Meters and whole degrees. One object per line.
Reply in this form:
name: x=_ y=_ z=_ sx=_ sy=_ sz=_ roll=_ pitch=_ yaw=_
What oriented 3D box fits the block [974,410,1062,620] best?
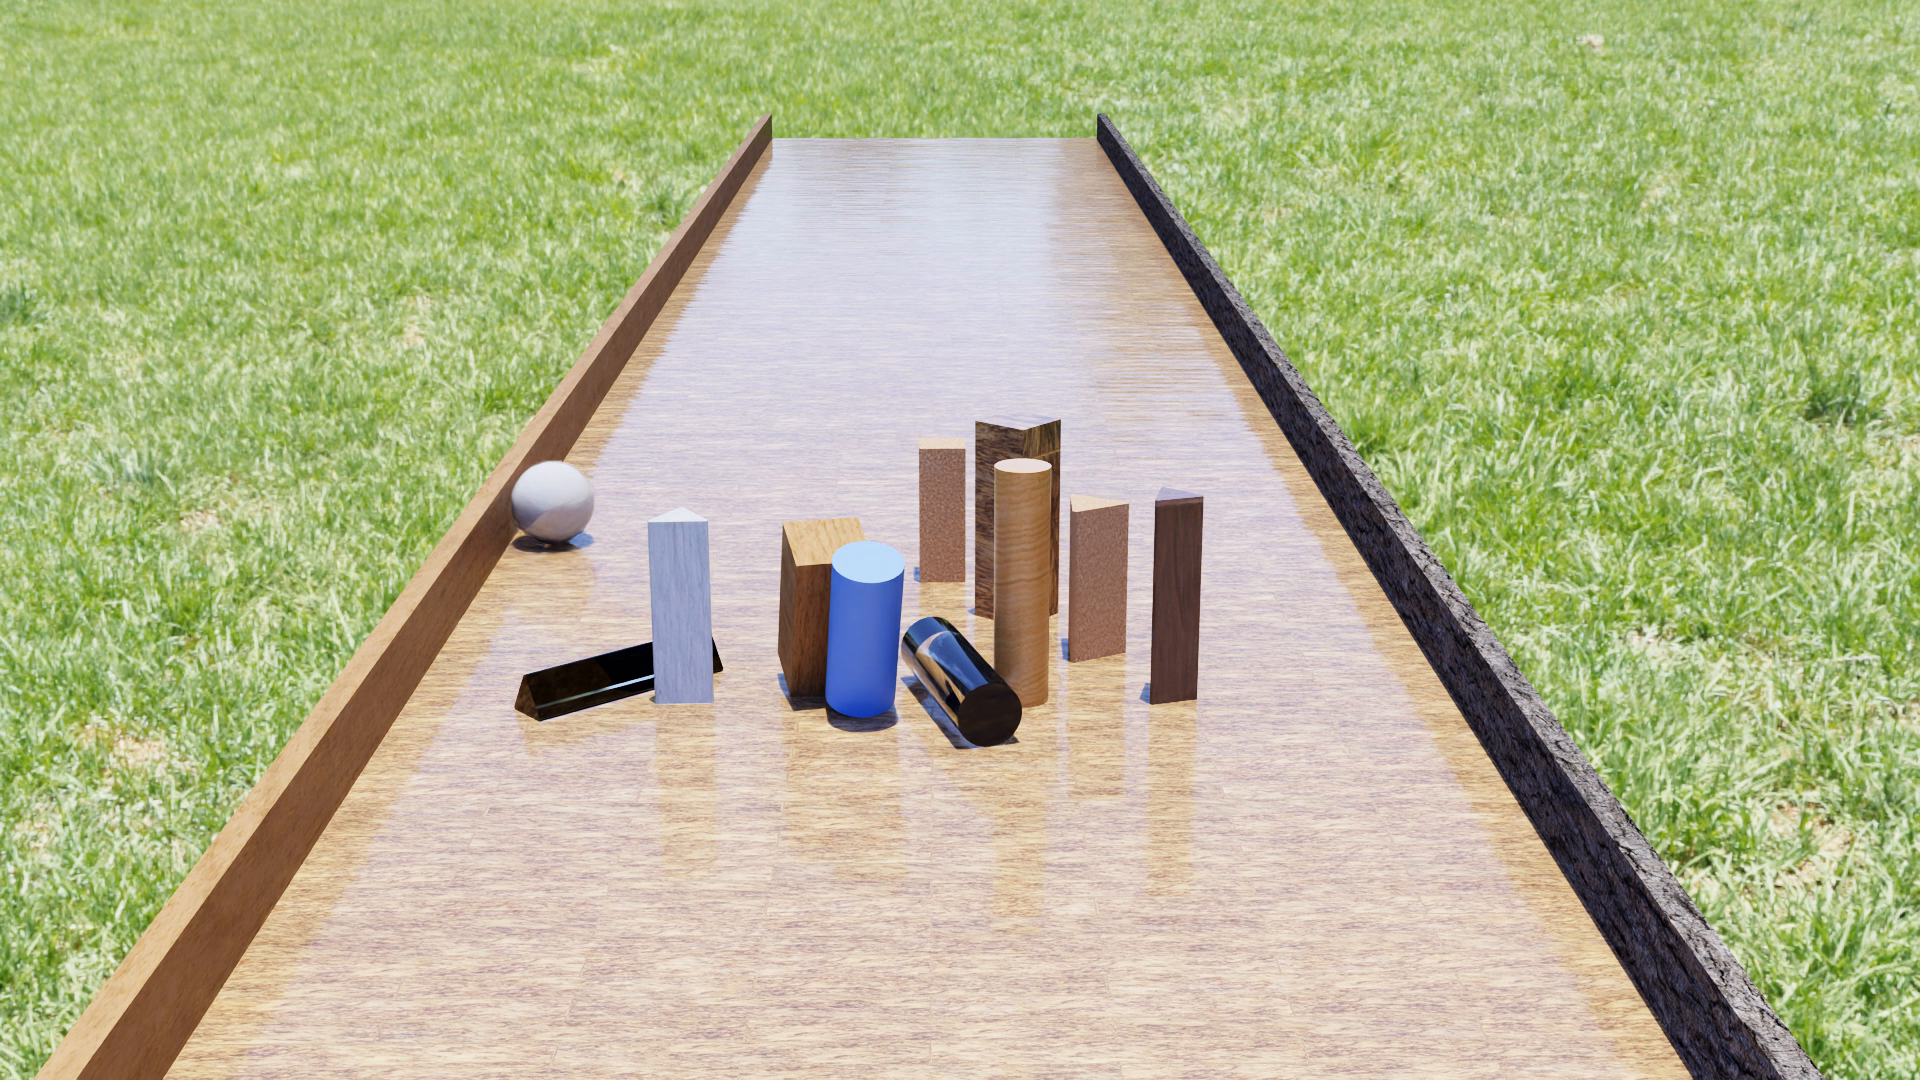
block: x=0.121 y=-0.046 z=4.634 sx=0.127 sy=0.426 sz=0.127 roll=13 pitch=21 yaw=38

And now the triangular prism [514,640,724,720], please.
triangular prism: x=-0.655 y=0.250 z=4.242 sx=0.418 sy=0.078 sz=0.091 roll=-14 pitch=21 yaw=-39

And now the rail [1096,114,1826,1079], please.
rail: x=0.932 y=-0.844 z=7.801 sx=0.050 sy=0.150 sz=12.000 roll=0 pitch=17 yaw=-1

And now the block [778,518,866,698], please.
block: x=-0.260 y=0.129 z=4.201 sx=0.145 sy=0.308 sz=0.145 roll=-4 pitch=35 yaw=-14

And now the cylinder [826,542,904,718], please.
cylinder: x=-0.178 y=0.167 z=4.078 sx=0.133 sy=0.309 sz=0.133 roll=4 pitch=34 yaw=-2

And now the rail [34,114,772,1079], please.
rail: x=-1.118 y=-0.838 z=7.780 sx=0.050 sy=0.150 sz=12.000 roll=0 pitch=17 yaw=-1

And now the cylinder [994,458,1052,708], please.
cylinder: x=0.117 y=0.083 z=4.143 sx=0.106 sy=0.460 sz=0.106 roll=0 pitch=17 yaw=0

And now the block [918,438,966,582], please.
block: x=-0.040 y=-0.067 z=4.912 sx=0.102 sy=0.308 sz=0.102 roll=0 pitch=17 yaw=-1

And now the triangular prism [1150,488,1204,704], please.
triangular prism: x=0.395 y=0.104 z=4.171 sx=0.096 sy=0.403 sz=0.083 roll=-5 pitch=17 yaw=-17

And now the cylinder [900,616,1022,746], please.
cylinder: x=-0.002 y=0.261 z=4.133 sx=0.122 sy=0.122 sz=0.391 roll=-5 pitch=17 yaw=-16

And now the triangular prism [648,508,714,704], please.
triangular prism: x=-0.526 y=0.124 z=4.175 sx=0.110 sy=0.361 sz=0.095 roll=-1 pitch=17 yaw=-2

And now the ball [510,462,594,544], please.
ball: x=-0.960 y=-0.087 z=5.181 sx=0.194 sy=0.194 sz=0.194 roll=0 pitch=17 yaw=0

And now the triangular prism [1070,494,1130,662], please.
triangular prism: x=0.253 y=0.072 z=4.433 sx=0.130 sy=0.314 sz=0.112 roll=-9 pitch=19 yaw=-28
